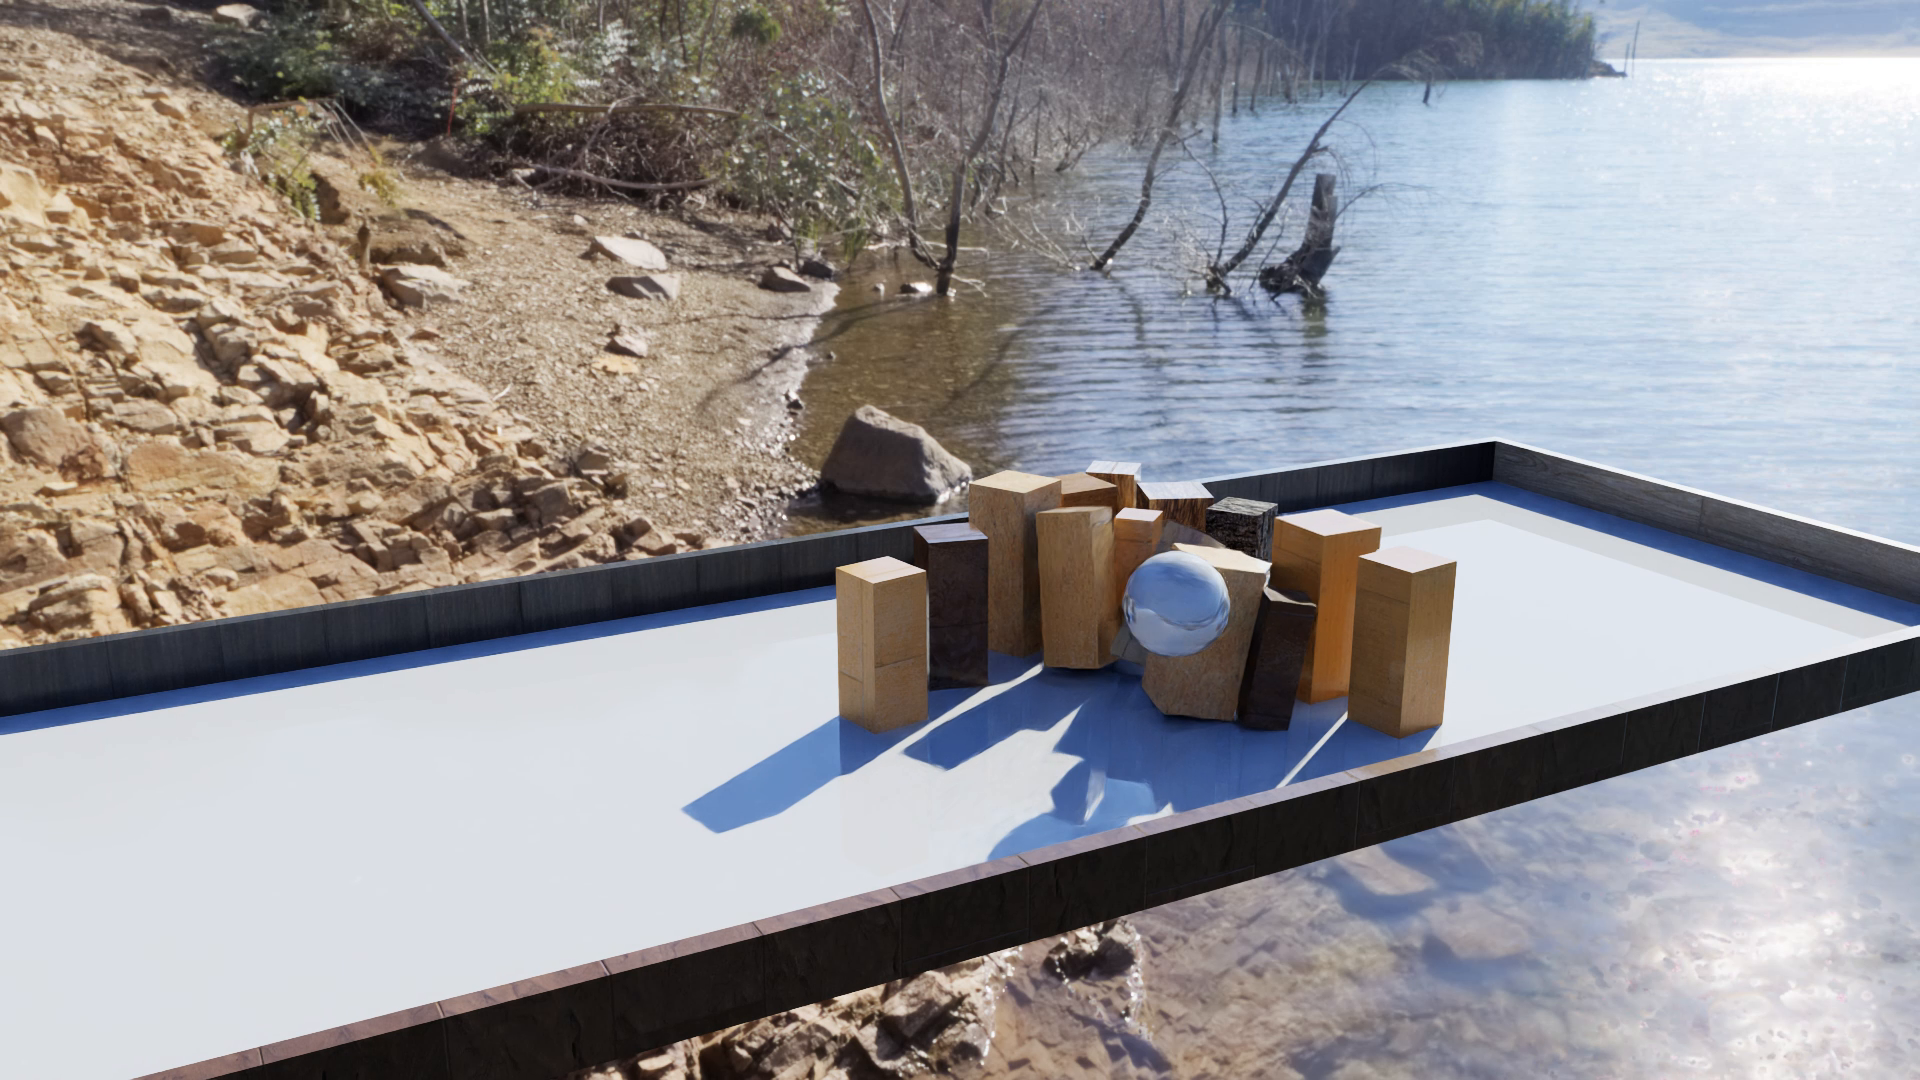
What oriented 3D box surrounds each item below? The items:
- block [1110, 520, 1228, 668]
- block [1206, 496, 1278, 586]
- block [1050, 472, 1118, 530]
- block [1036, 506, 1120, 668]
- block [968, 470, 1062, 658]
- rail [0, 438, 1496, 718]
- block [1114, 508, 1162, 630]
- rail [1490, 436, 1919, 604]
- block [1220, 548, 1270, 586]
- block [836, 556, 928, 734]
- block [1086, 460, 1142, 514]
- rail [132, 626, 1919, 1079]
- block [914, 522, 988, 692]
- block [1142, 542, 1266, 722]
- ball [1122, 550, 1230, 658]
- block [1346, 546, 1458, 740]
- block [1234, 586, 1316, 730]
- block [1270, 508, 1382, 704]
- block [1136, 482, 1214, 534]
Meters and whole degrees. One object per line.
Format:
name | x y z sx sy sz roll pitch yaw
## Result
block | 0.525 0.149 4.152 0.120 0.363 0.120 24 -1 34
block | 0.738 0.094 4.364 0.141 0.379 0.141 10 19 31
block | 0.313 0.021 4.621 0.177 0.373 0.177 -9 19 -28
block | 0.301 0.119 4.191 0.148 0.392 0.148 -1 5 27
block | 0.144 0.061 4.358 0.174 0.445 0.174 12 20 35
rail | -3.305 0.497 3.399 12.000 0.150 0.050 -9 18 -27
block | 0.464 0.109 4.336 0.104 0.366 0.104 6 17 19
rail | 2.466 -0.048 5.253 0.050 0.150 2.100 -9 18 -27
block | 0.658 0.195 4.096 0.137 0.306 0.137 18 18 16
block | -0.183 0.244 3.870 0.150 0.368 0.150 -13 21 -36
block | 0.443 -0.031 4.805 0.140 0.370 0.140 4 17 14
rail | -2.336 1.006 1.665 12.000 0.150 0.050 -9 18 -27
block | -0.023 0.165 4.115 0.150 0.382 0.150 -4 17 -15
block | 0.576 0.217 3.917 0.178 0.368 0.178 7 15 -12
ball | 0.477 0.142 3.642 0.236 0.236 0.236 0 16 0
block | 1.027 0.235 3.842 0.156 0.402 0.156 -12 20 -34
block | 0.732 0.275 3.849 0.108 0.308 0.108 8 16 -6
block | 0.887 0.159 4.054 0.180 0.423 0.180 -8 19 -28
block | 0.593 0.035 4.601 0.177 0.359 0.177 -1 16 -5
